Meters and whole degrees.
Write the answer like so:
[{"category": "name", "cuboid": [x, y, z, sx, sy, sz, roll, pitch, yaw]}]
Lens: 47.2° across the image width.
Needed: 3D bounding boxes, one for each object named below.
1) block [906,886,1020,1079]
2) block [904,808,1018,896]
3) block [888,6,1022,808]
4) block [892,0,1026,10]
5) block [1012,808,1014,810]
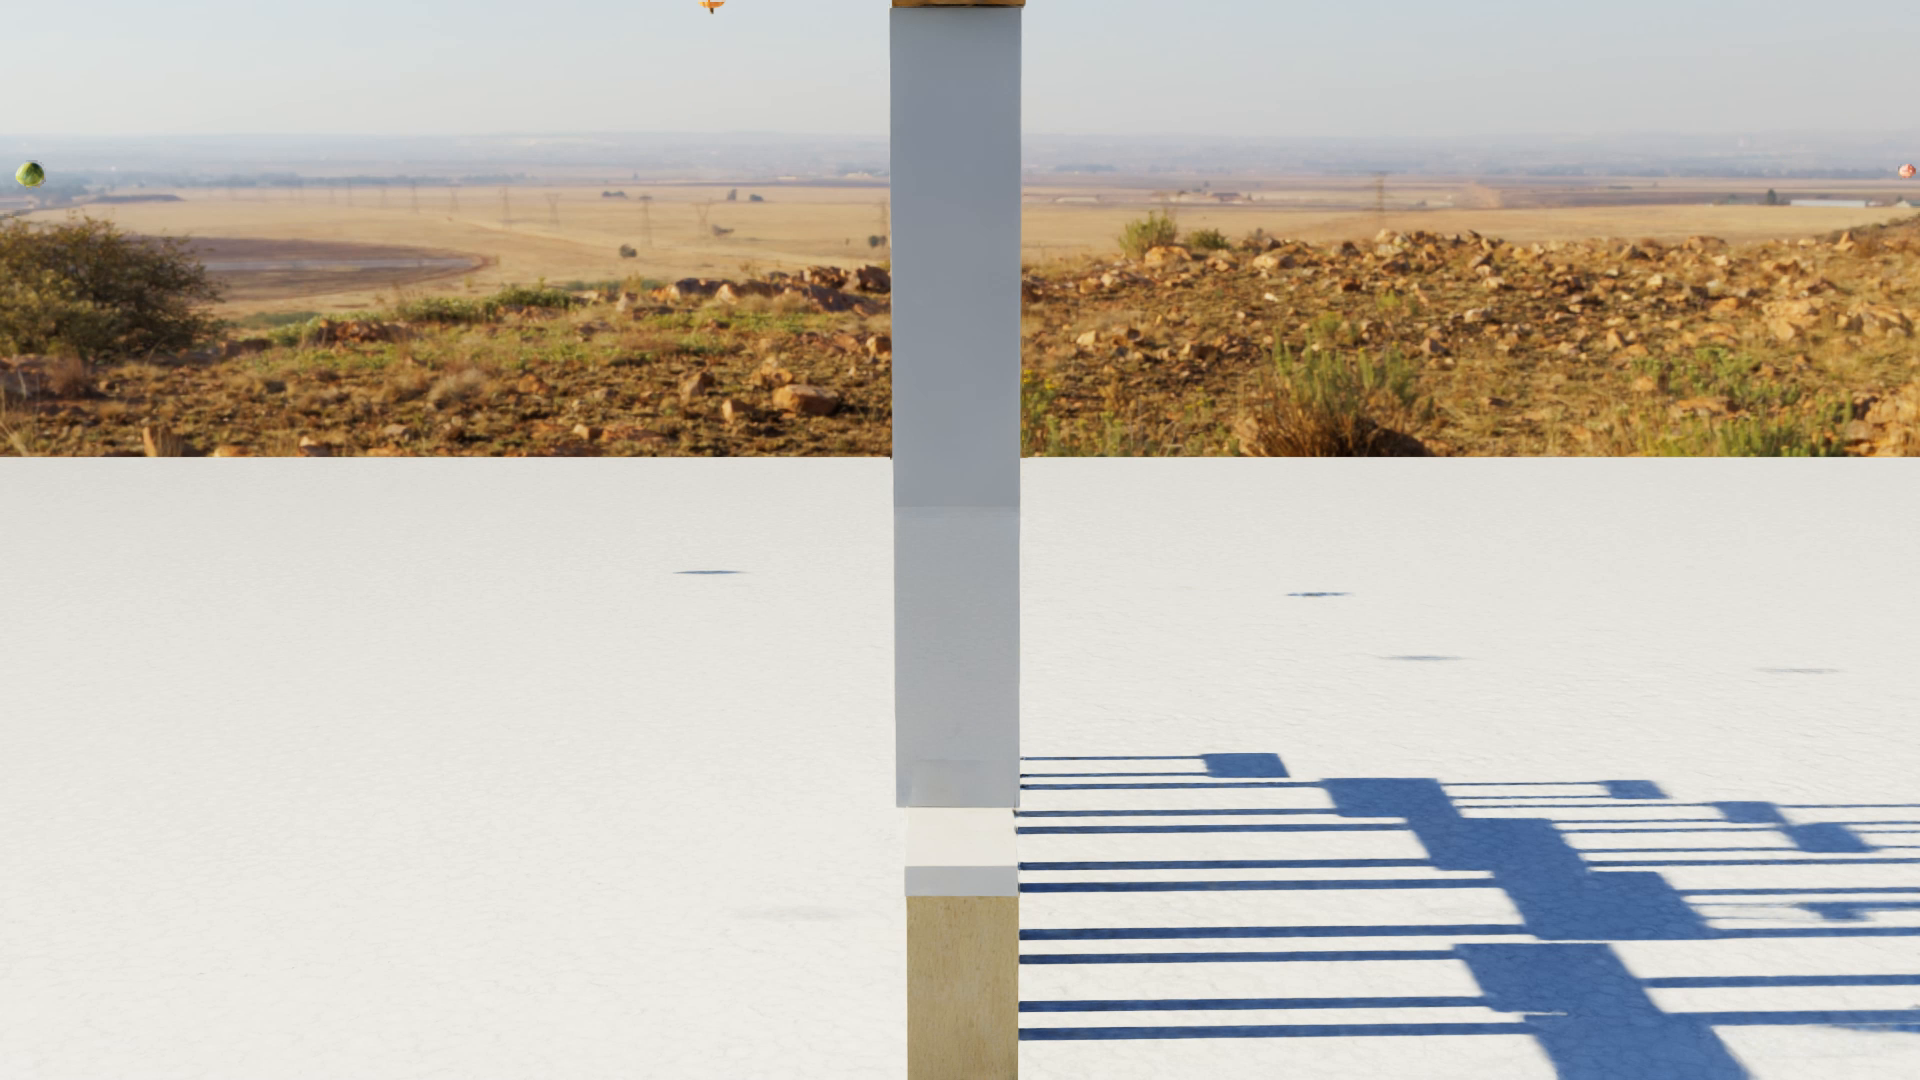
[{"category": "block", "cuboid": [0.004, 0.589, 2.877, 0.145, 0.291, 0.041, 0, 11, 0]}, {"category": "block", "cuboid": [0.001, 0.408, 2.943, 0.145, 0.041, 0.291, 0, 10, 0]}, {"category": "block", "cuboid": [-0.004, -0.164, 2.961, 0.171, 1.077, 0.049, 0, 10, 1]}, {"category": "block", "cuboid": [-0.002, -0.738, 2.972, 0.171, 0.049, 0.343, 0, 10, 0]}, {"category": "block", "cuboid": [0.001, 0.464, 3.448, 0.164, 0.328, 0.047, 0, 11, 0]}]
